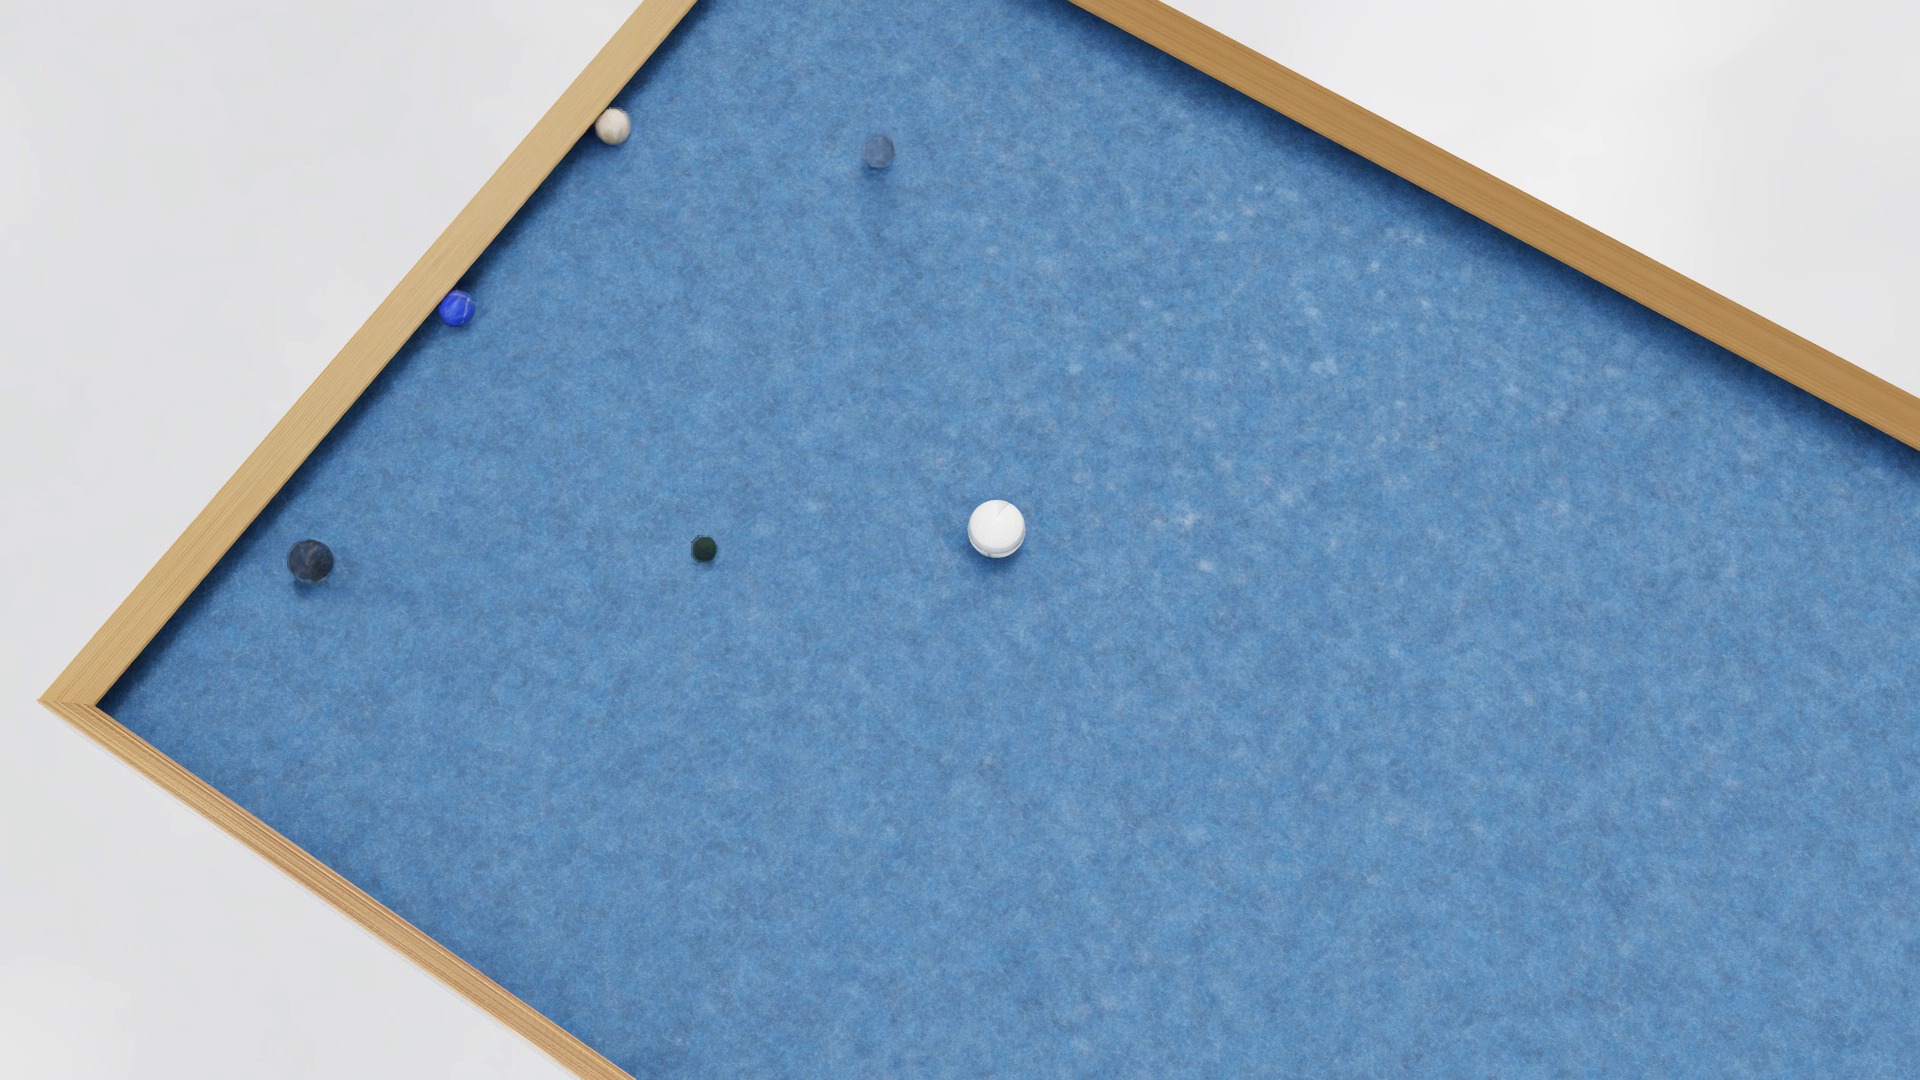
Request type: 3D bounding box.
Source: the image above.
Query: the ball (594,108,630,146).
[{"bbox_3d":[-0.607,-0.721,3.840,0.062,0.062,0.062,0,67,0],"label":"ball"}]

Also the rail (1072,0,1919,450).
[{"bbox_3d":[1.384,-0.272,3.613,4.014,0.121,0.045,31,70,13],"label":"rail"}]

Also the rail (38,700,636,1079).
[{"bbox_3d":[0.296,1.256,2.951,4.014,0.121,0.045,31,70,13],"label":"rail"}]

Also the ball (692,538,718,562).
[{"bbox_3d":[-0.410,0.015,3.533,0.040,0.040,0.040,0,67,0],"label":"ball"}]

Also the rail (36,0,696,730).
[{"bbox_3d":[-0.820,-0.503,3.713,0.045,0.121,2.036,31,70,13],"label":"rail"}]

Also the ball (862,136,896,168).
[{"bbox_3d":[-0.140,-0.675,3.823,0.057,0.057,0.057,0,67,0],"label":"ball"}]

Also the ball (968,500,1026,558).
[{"bbox_3d":[0.059,-0.018,3.519,0.093,0.093,0.093,0,67,0],"label":"ball"}]

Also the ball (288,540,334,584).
[{"bbox_3d":[-1.035,0.034,3.509,0.070,0.070,0.070,0,67,0],"label":"ball"}]

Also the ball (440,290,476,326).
[{"bbox_3d":[-0.845,-0.390,3.698,0.060,0.060,0.060,0,67,0],"label":"ball"}]
